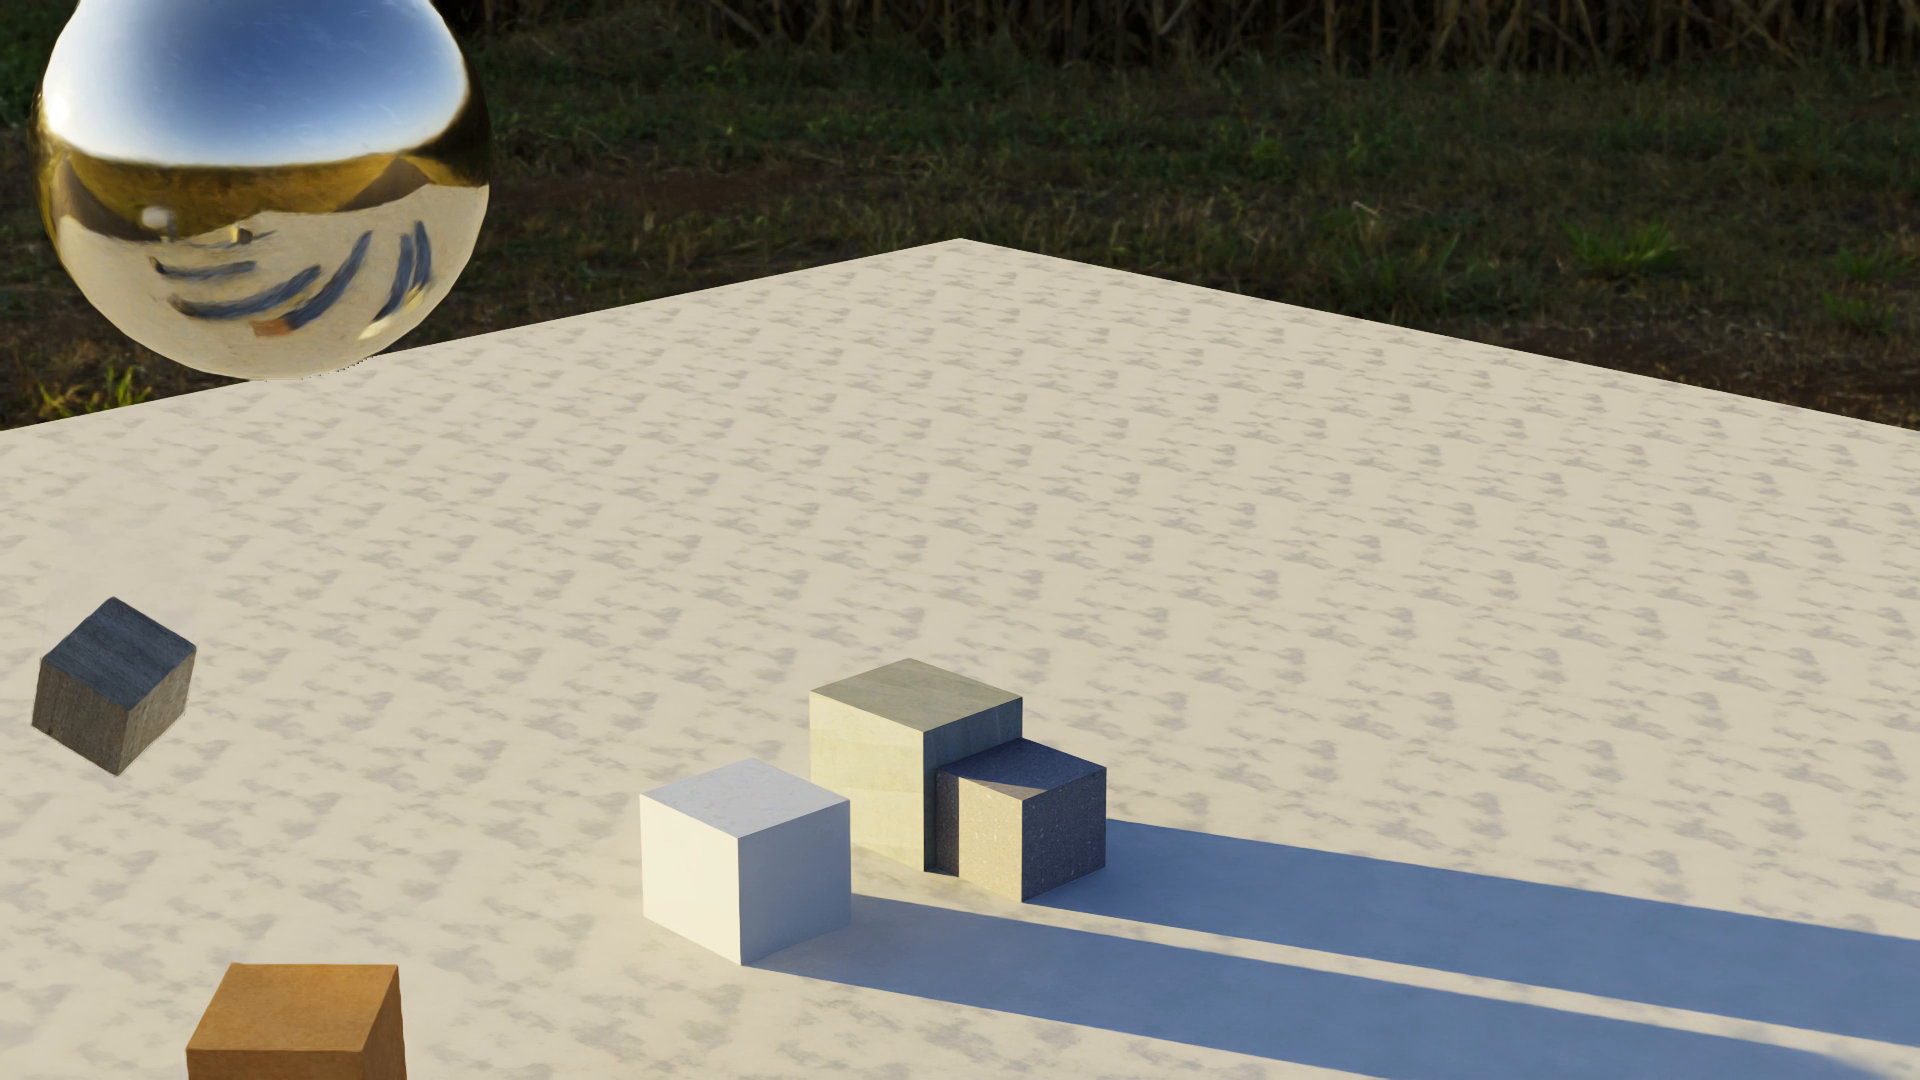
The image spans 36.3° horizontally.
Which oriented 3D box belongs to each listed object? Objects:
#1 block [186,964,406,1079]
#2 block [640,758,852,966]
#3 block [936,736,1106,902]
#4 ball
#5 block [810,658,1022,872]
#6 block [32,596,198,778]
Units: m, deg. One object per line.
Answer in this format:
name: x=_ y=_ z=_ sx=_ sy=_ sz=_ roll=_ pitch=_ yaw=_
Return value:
block: x=-2.398 y=2.013 z=10.693 sx=0.621 sy=0.713 sz=0.615 roll=0 pitch=21 yaw=2
block: x=-0.941 y=1.401 z=12.904 sx=0.632 sy=0.588 sz=0.678 roll=-16 pitch=23 yaw=-41
block: x=0.280 y=1.276 z=13.462 sx=0.560 sy=0.493 sz=0.544 roll=-17 pitch=24 yaw=-42
ball: x=-2.453 y=-1.364 z=10.341 sx=1.600 sy=1.600 sz=1.600 roll=0 pitch=17 yaw=0
block: x=-0.207 y=1.048 z=13.865 sx=0.654 sy=0.687 sz=0.765 roll=-17 pitch=24 yaw=-42
block: x=-2.416 y=0.417 z=8.378 sx=0.294 sy=0.290 sz=0.320 roll=30 pitch=42 yaw=6
